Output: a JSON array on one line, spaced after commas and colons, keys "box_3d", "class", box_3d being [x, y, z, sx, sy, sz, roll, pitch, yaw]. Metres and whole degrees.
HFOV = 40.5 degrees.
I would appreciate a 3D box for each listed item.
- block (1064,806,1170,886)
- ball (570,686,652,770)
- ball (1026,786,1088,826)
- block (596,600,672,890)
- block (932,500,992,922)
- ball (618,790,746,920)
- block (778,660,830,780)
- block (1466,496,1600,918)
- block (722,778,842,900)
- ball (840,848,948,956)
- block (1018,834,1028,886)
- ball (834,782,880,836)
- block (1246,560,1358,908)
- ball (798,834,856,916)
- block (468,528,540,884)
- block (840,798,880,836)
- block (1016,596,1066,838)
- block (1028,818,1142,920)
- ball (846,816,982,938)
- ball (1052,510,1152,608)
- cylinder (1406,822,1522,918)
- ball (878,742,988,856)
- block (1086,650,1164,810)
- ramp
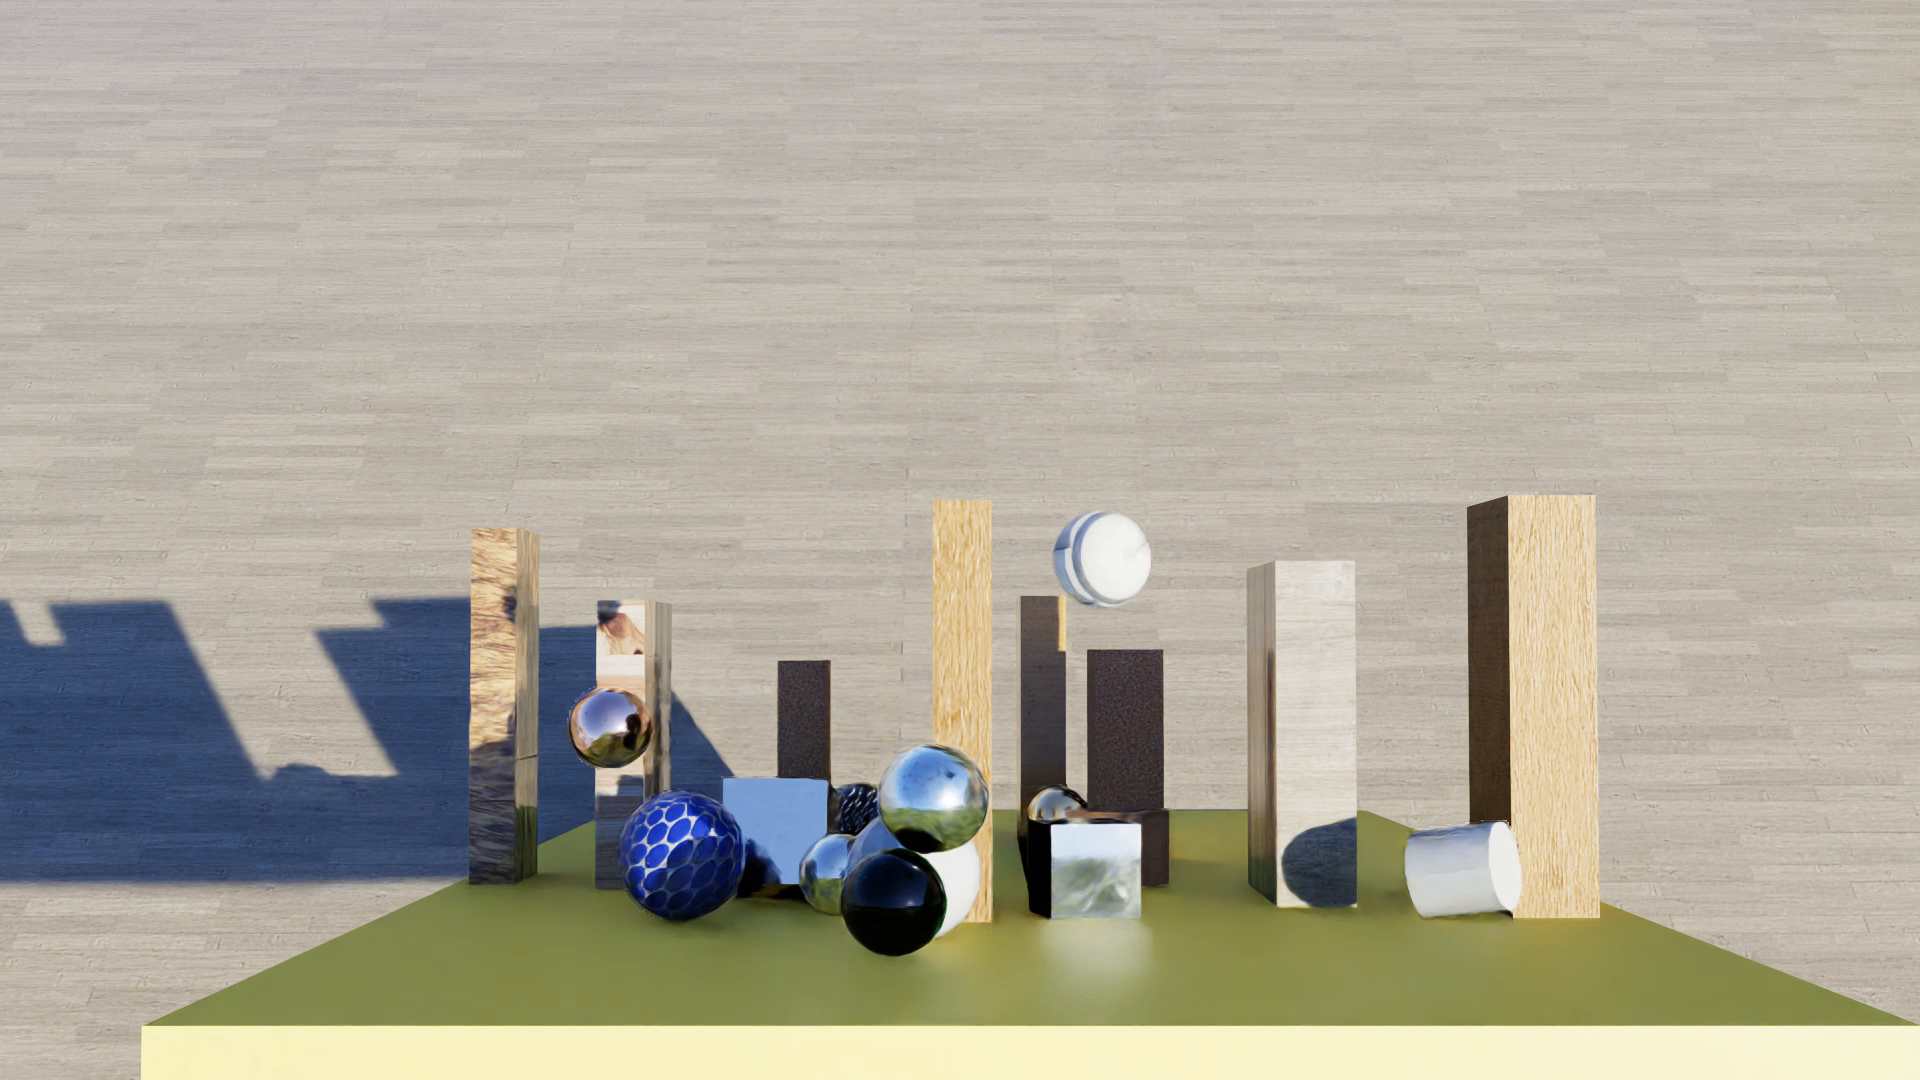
[{"box_3d": [0.285, 0.557, 4.714, 0.134, 0.134, 0.134, -2, -3, 41], "class": "block"}, {"box_3d": [-0.609, 0.328, 4.542, 0.145, 0.145, 0.145, 0, 37, 0], "class": "ball"}, {"box_3d": [0.193, 0.546, 5.098, 0.126, 0.126, 0.126, 0, 37, 0], "class": "ball"}, {"box_3d": [-0.603, 0.372, 4.830, 0.085, 0.514, 0.435, 0, -2, 0], "class": "block"}, {"box_3d": [0.003, 0.274, 4.252, 0.093, 0.658, 0.394, 0, -2, 0], "class": "block"}, {"box_3d": [-0.437, 0.496, 4.092, 0.202, 0.202, 0.202, 0, 37, 0], "class": "ball"}, {"box_3d": [-0.362, 0.482, 6.061, 0.106, 0.401, 0.294, 0, -2, 0], "class": "block"}, {"box_3d": [0.943, 0.271, 4.299, 0.139, 0.670, 0.338, 0, -2, 0], "class": "block"}, {"box_3d": [-0.300, 0.504, 4.371, 0.174, 0.174, 0.174, 0, 74, 5], "class": "block"}, {"box_3d": [-0.091, 0.501, 3.603, 0.149, 0.149, 0.149, 0, 37, 0], "class": "ball"}, {"box_3d": [0.183, 0.535, 4.340, 0.113, 0.113, 0.113, -1, 71, -33], "class": "block"}, {"box_3d": [-0.190, 0.546, 4.927, 0.175, 0.175, 0.175, 0, 37, 0], "class": "ball"}, {"box_3d": [0.589, 0.329, 4.522, 0.132, 0.572, 0.438, 0, -2, 0], "class": "block"}, {"box_3d": [-0.192, 0.533, 4.142, 0.132, 0.132, 0.132, 0, 37, 0], "class": "ball"}, {"box_3d": [-0.847, 0.306, 4.844, 0.082, 0.646, 0.260, 0, -2, 0], "class": "block"}, {"box_3d": [-0.198, 0.577, 5.124, 0.129, 0.129, 0.129, -2, -3, 33], "class": "block"}, {"box_3d": [0.178, 0.399, 5.777, 0.097, 0.541, 0.435, 0, -2, 0], "class": "block"}, {"box_3d": [0.200, 0.527, 4.181, 0.147, 0.147, 0.147, 1, -3, -12], "class": "block"}, {"box_3d": [-0.068, 0.485, 3.777, 0.197, 0.197, 0.197, 0, 37, 0], "class": "ball"}, {"box_3d": [0.187, 0.025, 3.433, 0.130, 0.130, 0.130, 0, 37, 0], "class": "ball"}, {"box_3d": [0.791, 0.518, 4.087, 0.138, 0.138, 0.138, -11, 29, 30], "class": "cylinder"}, {"box_3d": [-0.038, 0.362, 3.635, 0.156, 0.156, 0.156, 0, 37, 0], "class": "ball"}, {"box_3d": [0.334, 0.436, 5.293, 0.134, 0.426, 0.344, 0, -2, 0], "class": "block"}, {"box_3d": [0.081, 0.683, 4.918, 2.000, 0.100, 4.000, 0, -2, 0], "class": "ramp"}]
